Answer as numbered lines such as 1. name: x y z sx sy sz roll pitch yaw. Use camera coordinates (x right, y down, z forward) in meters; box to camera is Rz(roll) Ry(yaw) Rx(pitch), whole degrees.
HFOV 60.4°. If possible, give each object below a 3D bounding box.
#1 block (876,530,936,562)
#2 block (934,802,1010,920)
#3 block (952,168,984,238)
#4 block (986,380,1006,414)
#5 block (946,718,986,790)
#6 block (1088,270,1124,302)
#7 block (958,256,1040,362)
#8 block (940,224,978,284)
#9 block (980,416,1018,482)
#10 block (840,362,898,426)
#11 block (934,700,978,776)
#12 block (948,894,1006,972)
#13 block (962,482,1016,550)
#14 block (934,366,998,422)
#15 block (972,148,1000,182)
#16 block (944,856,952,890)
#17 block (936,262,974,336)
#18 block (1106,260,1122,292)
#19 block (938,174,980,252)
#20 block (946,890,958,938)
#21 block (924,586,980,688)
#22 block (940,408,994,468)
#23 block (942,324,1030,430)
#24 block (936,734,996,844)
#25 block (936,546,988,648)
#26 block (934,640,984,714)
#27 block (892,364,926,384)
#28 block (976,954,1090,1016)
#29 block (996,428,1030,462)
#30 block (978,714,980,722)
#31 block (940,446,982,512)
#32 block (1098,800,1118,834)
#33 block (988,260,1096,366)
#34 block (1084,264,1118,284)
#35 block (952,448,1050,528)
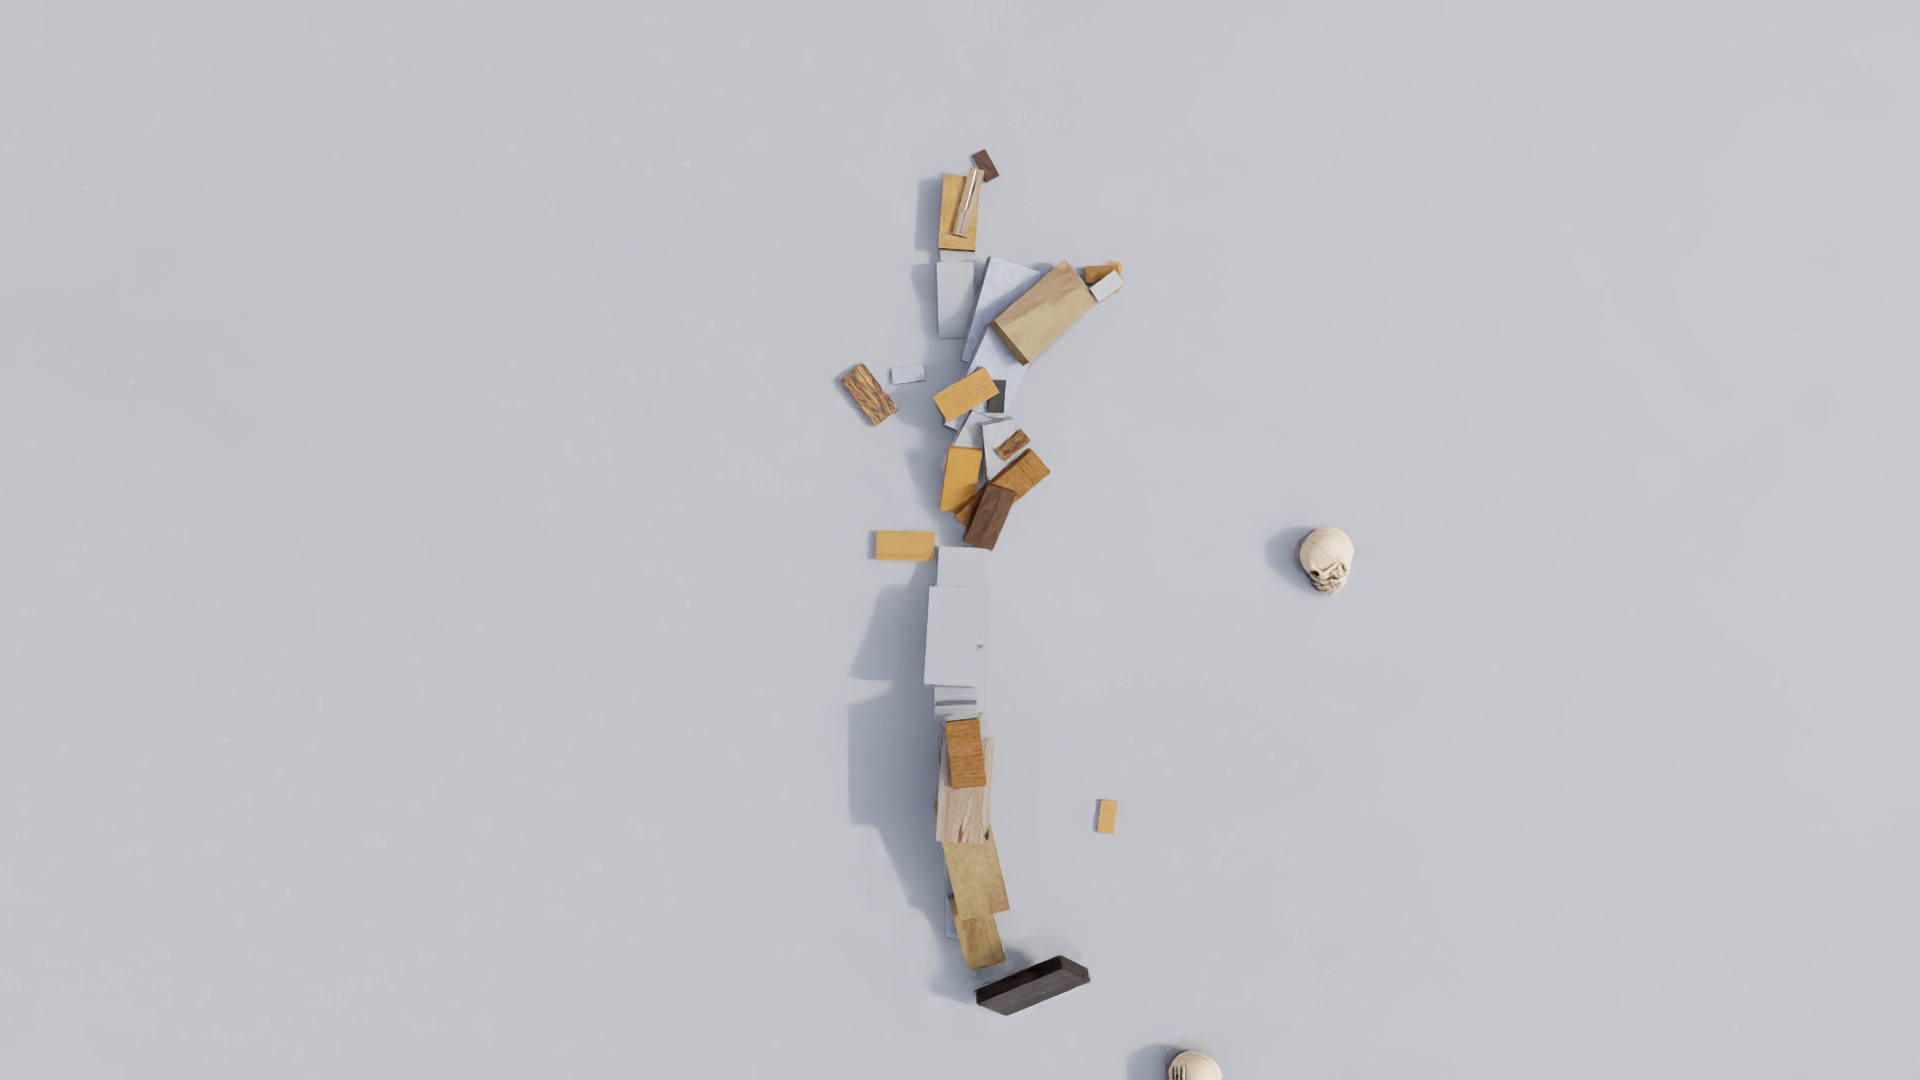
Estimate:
1. block: -0.181 0.019 5.486 0.194 0.027 0.097 2 90 0
2. block: 0.039 1.028 5.356 0.167 0.047 0.392 -13 99 1
3. block: 0.028 -1.110 5.425 0.050 0.014 0.226 15 90 0
4. block: 0.120 -0.471 5.402 0.054 0.015 0.108 1 106 -12
5. block: 0.018 0.677 5.235 0.107 0.030 0.213 -7 91 1
6. block: 0.484 -0.839 5.452 0.109 0.015 0.054 -37 95 -10
7. block: 0.129 -0.739 5.445 0.176 0.050 0.352 15 92 -16
8. block: -0.003 -0.973 5.483 0.121 0.034 0.241 1 90 0
9. block: 0.130 -0.294 5.422 0.109 0.031 0.218 -13 120 -12
10. block: -0.302 -0.483 5.486 0.097 0.027 0.194 -38 90 0
11. block: -0.007 0.653 5.367 0.136 0.039 0.272 -3 110 0
12. block: 0.057 1.282 5.439 0.129 0.036 0.257 -15 99 2
13. block: 0.095 -0.077 5.439 0.107 0.030 0.213 16 106 -21
14. block: 0.020 -0.475 5.369 0.193 0.027 0.097 -30 101 5
15. block: 0.085 -1.246 5.493 0.050 0.014 0.100 -29 90 0
16. block: 0.012 1.011 5.396 0.129 0.036 0.257 -3 99 0
17. block: -0.013 -0.798 5.459 0.121 0.034 0.241 -2 102 0
18. block: 0.509 -0.877 5.493 0.050 0.014 0.100 8 90 0
19. block: -0.002 -1.079 5.449 0.121 0.034 0.241 4 90 0
20. block: 0.017 1.111 5.449 0.129 0.036 0.409 0 99 -1
21. block: -0.027 0.316 5.350 0.162 0.046 0.323 3 75 1
22. block: 0.035 -0.314 5.426 0.109 0.031 0.218 24 107 -18
23. block: 0.094 -0.511 5.420 0.176 0.050 0.352 22 101 -17
24. block: 0.017 0.797 5.277 0.167 0.047 0.334 4 91 1
25. block: 0.003 0.187 5.433 0.162 0.046 0.323 3 75 1
26. block: -0.001 0.407 5.420 0.162 0.046 0.323 1 75 0
27. block: -0.172 -0.551 5.492 0.108 0.015 0.054 -7 90 0
28. block: 0.235 1.451 5.363 0.334 0.167 0.047 -29 49 23
29. block: 0.174 -0.311 5.401 0.108 0.015 0.054 -39 122 4
30. block: -0.001 0.478 5.459 0.136 0.039 0.272 -1 80 0
31. block: 0.001 -0.200 5.435 0.109 0.031 0.218 4 112 -11
32. block: 0.491 0.922 5.492 0.054 0.015 0.109 7 90 0
33. block: 0.275 -0.745 5.397 0.352 0.050 0.176 -43 97 -24
34. block: 0.471 -0.884 5.478 0.109 0.015 0.054 -3 90 1
35. block: 0.138 -0.157 5.453 0.334 0.030 0.107 -41 117 3
